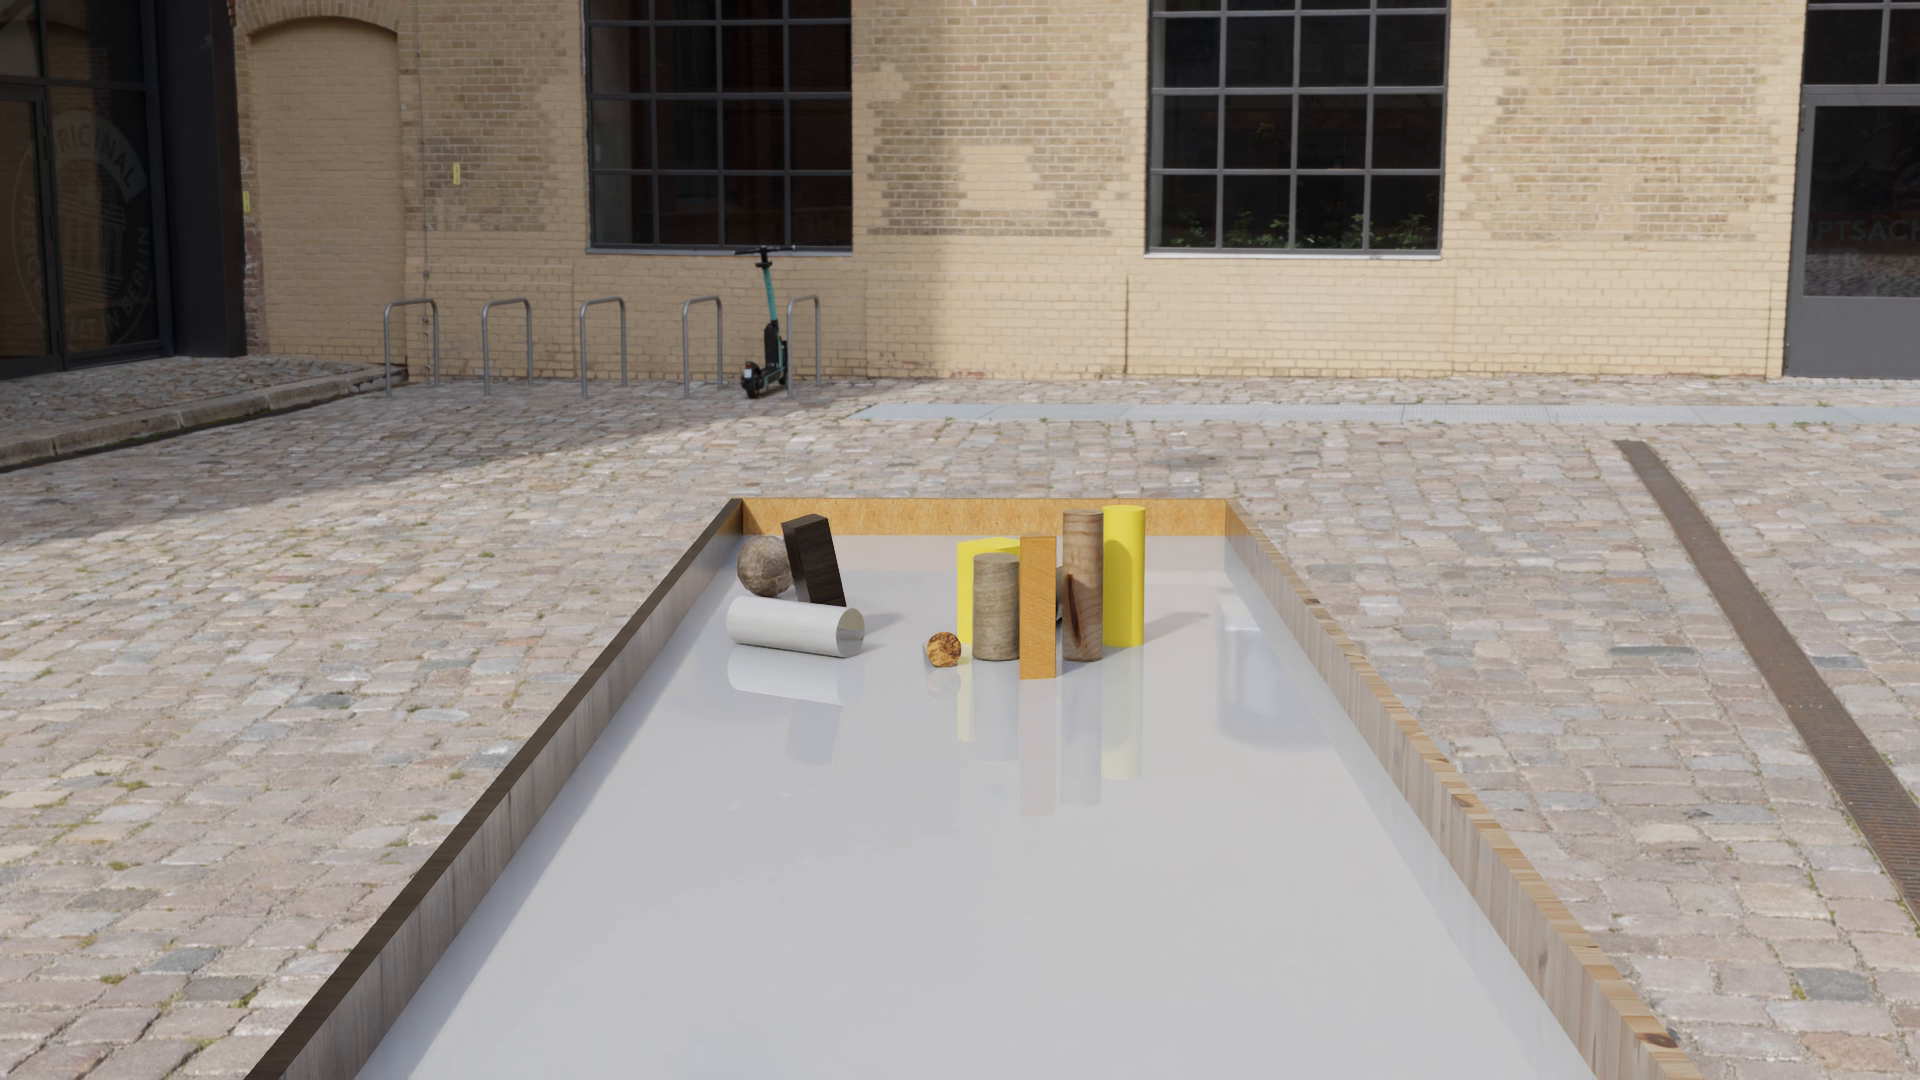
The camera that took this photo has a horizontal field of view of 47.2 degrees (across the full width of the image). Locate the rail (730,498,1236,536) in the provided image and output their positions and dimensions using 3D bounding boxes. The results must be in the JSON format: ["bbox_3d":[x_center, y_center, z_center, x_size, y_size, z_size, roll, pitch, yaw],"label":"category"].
[{"bbox_3d":[0.099,-0.098,9.147,2.100,0.150,0.050,0,9,1],"label":"rail"}]

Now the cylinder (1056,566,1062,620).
[{"bbox_3d":[0.305,0.190,7.338,0.148,0.148,0.408,3,9,17],"label":"cylinder"}]

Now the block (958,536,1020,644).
[{"bbox_3d":[0.118,0.166,6.947,0.177,0.318,0.177,-8,12,-42],"label":"block"}]

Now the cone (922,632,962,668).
[{"bbox_3d":[-0.084,0.329,6.767,0.107,0.107,0.347,-2,0,-12],"label":"cone"}]

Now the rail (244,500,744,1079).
[{"bbox_3d":[-1.004,0.839,3.234,0.050,0.150,12.000,0,9,1],"label":"rail"}]

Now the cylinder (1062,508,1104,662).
[{"bbox_3d":[0.374,0.138,6.694,0.125,0.452,0.125,0,9,0],"label":"cylinder"}]

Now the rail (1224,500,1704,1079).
[{"bbox_3d":[1.046,0.843,3.208,0.050,0.150,12.000,0,9,1],"label":"rail"}]

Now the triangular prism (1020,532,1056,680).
[{"bbox_3d":[0.218,0.191,6.456,0.107,0.422,0.093,-2,9,-11],"label":"triangular prism"}]

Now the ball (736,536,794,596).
[{"bbox_3d":[-0.678,0.092,7.738,0.215,0.215,0.215,0,9,0],"label":"ball"}]

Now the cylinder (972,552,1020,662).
[{"bbox_3d":[0.114,0.204,6.718,0.153,0.307,0.153,0,12,0],"label":"cylinder"}]

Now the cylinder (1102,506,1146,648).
[{"bbox_3d":[0.513,0.113,6.924,0.136,0.430,0.136,0,9,0],"label":"cylinder"}]

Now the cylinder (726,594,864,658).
[{"bbox_3d":[-0.512,0.267,6.838,0.419,0.153,0.153,6,11,32],"label":"cylinder"}]

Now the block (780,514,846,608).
[{"bbox_3d":[-0.453,0.122,6.959,0.115,0.385,0.115,-18,15,-23],"label":"block"}]
